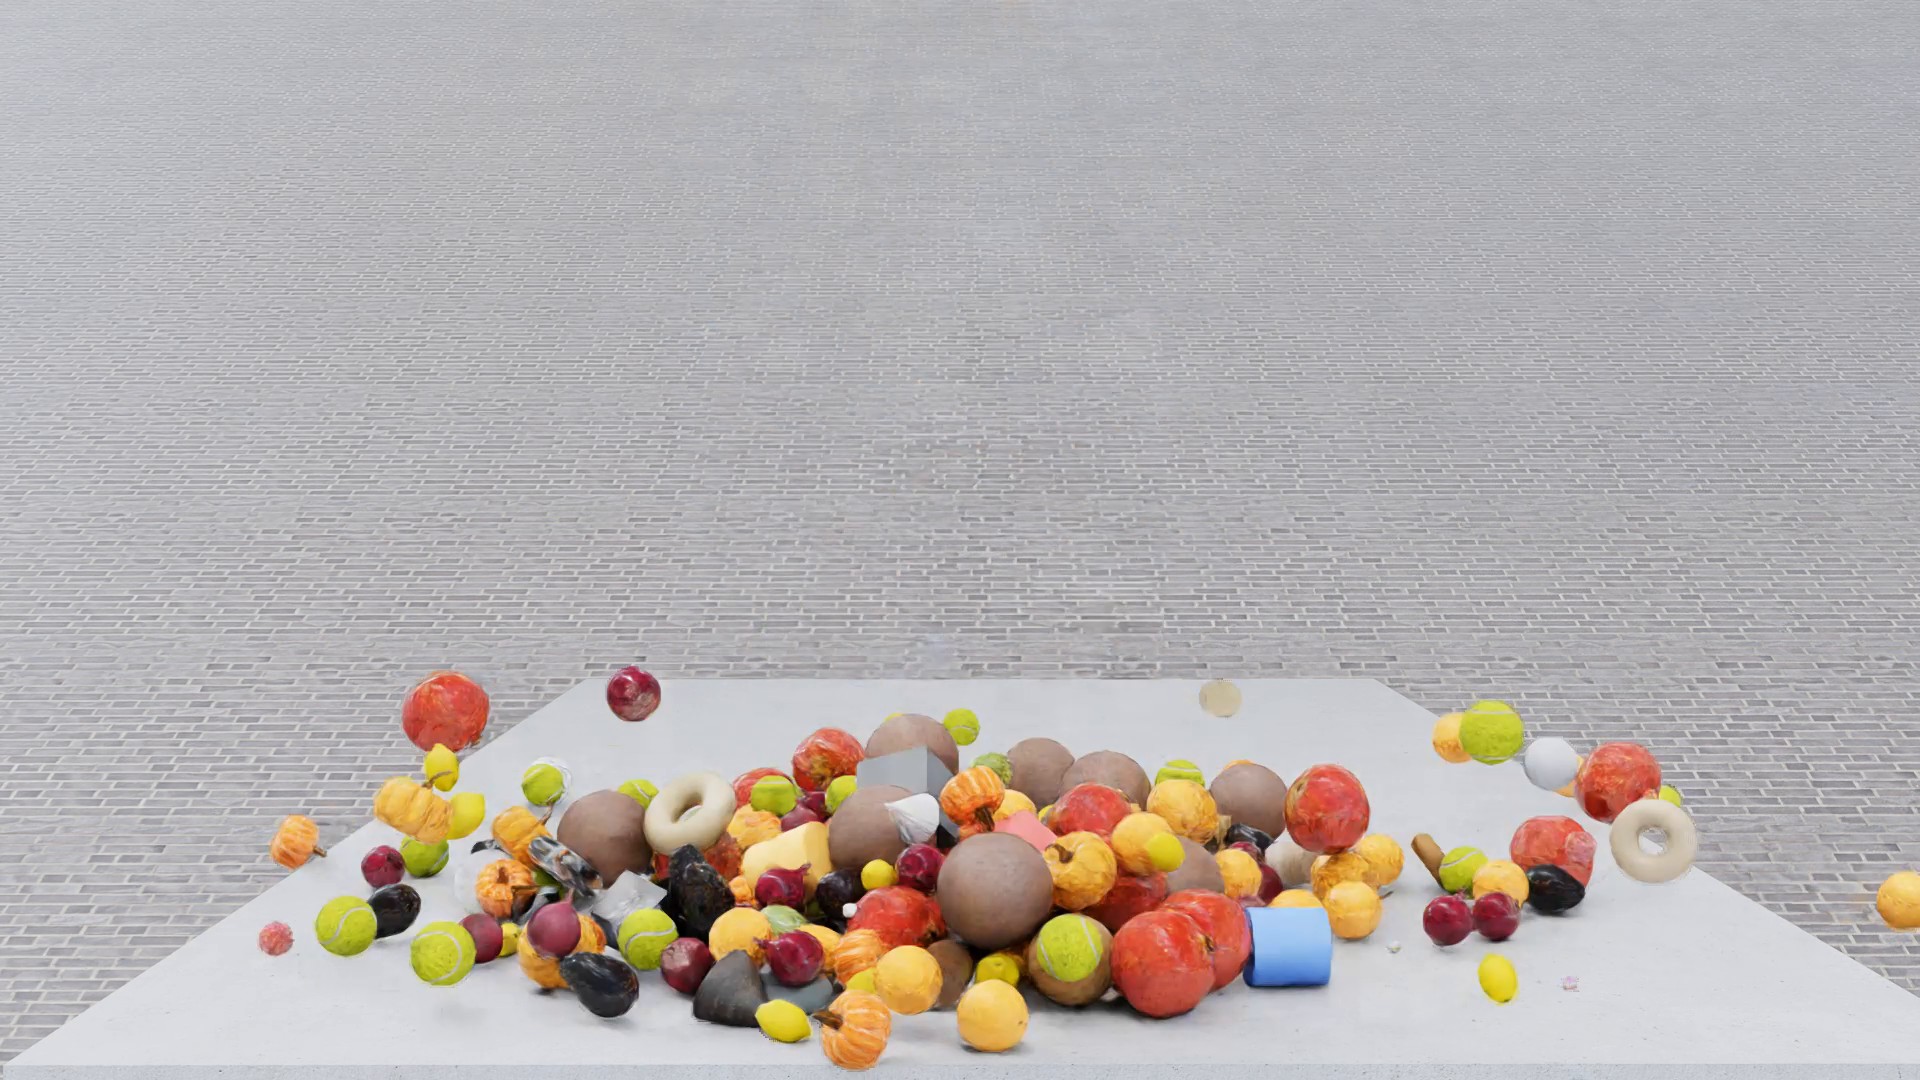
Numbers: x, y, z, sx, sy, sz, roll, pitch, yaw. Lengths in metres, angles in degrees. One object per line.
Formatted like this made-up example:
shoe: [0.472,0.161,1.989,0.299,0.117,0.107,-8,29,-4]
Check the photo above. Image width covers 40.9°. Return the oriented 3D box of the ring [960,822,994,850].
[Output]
ring: [0.052,0.445,3.843,0.114,0.038,0.114,-1,2,0]

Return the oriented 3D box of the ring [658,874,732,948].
ring: [-0.327,0.448,3.100,0.106,0.106,0.035,2,30,4]

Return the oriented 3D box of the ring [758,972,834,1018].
ring: [-0.189,0.490,2.779,0.104,0.035,0.104,-2,3,0]

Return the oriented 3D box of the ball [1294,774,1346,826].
ball: [0.483,0.349,3.457,0.068,0.068,0.068,0,23,0]

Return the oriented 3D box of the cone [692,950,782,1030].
cone: [-0.219,0.491,2.706,0.087,0.087,0.087,31,36,26]

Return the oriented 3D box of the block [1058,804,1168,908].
block: [0.192,0.413,3.369,0.095,0.095,0.095,2,48,-38]

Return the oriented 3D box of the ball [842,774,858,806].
ball: [-0.171,0.418,4.301,0.055,0.055,0.055,0,23,0]

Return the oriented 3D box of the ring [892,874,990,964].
ring: [-0.024,0.447,3.041,0.131,0.044,0.131,-28,24,14]

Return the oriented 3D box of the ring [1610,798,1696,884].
ring: [0.796,0.346,2.955,0.098,0.098,0.033,11,3,24]

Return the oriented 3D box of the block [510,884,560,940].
block: [-0.528,0.462,3.199,0.056,0.056,0.056,-1,2,-14]

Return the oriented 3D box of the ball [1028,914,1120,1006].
ball: [0.123,0.455,2.793,0.100,0.100,0.100,0,23,0]

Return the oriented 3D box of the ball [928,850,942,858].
ball: [-0.045,0.412,3.525,0.050,0.050,0.050,0,23,0]

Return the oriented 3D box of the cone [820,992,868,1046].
cone: [-0.129,0.496,2.643,0.054,0.054,0.054,-15,-11,-30]

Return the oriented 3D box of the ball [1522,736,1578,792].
ball: [0.703,0.266,3.065,0.065,0.065,0.065,0,23,0]

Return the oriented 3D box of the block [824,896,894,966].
block: [-0.120,0.461,3.033,0.059,0.059,0.059,-2,15,-29]

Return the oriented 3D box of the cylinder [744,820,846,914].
cylinder: [-0.197,0.391,3.068,0.087,0.087,0.087,-24,15,23]

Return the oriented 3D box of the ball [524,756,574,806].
ball: [-0.689,0.403,4.310,0.083,0.083,0.083,0,23,0]

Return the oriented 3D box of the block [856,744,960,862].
block: [-0.064,0.325,3.176,0.094,0.094,0.094,-16,53,18]

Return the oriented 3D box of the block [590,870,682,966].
block: [-0.379,0.443,3.016,0.067,0.067,0.067,21,54,29]

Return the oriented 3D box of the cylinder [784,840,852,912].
cylinder: [-0.193,0.438,3.361,0.091,0.091,0.091,0,23,-13]

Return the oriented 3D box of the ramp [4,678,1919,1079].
ramp: [0.054,0.485,4.539,2.000,0.100,4.000,0,2,0]

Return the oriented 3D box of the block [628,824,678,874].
block: [-0.446,0.441,3.672,0.060,0.060,0.060,2,3,38]

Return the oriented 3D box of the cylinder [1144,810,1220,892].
cylinder: [0.293,0.425,3.532,0.099,0.099,0.099,-5,2,-12]

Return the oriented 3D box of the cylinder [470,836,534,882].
cylinder: [-0.632,0.444,3.551,0.063,0.063,0.063,-2,20,-38]

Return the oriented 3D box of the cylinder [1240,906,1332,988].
cylinder: [0.367,0.458,2.901,0.087,0.087,0.087,-1,23,-4]

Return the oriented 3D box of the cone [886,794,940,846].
cone: [-0.066,0.310,2.932,0.061,0.061,0.061,25,-4,44]

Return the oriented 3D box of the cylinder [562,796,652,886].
cylinder: [-0.483,0.413,3.528,0.090,0.090,0.090,-37,-3,-2]

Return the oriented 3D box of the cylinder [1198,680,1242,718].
cylinder: [0.375,0.229,3.710,0.052,0.052,0.052,-3,-1,-7]

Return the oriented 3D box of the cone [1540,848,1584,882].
cone: [0.832,0.462,3.585,0.052,0.052,0.052,-28,15,21]

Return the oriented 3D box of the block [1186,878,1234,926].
block: [0.318,0.461,3.278,0.052,0.052,0.052,0,2,-2]

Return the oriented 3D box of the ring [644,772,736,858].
ring: [-0.350,0.354,3.329,0.130,0.043,0.130,-19,38,16]

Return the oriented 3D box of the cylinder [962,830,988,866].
cylinder: [0.044,0.427,3.449,0.060,0.060,0.060,27,35,36]

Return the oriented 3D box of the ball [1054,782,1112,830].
ball: [0.189,0.415,3.934,0.089,0.089,0.089,0,23,0]

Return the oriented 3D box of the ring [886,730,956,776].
ring: [-0.064,0.365,4.202,0.123,0.041,0.123,13,51,-16]

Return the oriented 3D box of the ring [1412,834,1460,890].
ring: [0.647,0.437,3.499,0.030,0.089,0.089,-38,25,5]

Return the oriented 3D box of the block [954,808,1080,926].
block: [0.066,0.380,2.986,0.088,0.088,0.088,-51,7,-27]

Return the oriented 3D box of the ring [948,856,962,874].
ring: [0.049,0.454,3.533,0.130,0.043,0.130,1,3,0]

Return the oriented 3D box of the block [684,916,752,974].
block: [-0.281,0.470,2.988,0.055,0.055,0.055,-3,2,-42]

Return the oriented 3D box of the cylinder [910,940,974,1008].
cylinder: [-0.019,0.470,2.789,0.060,0.060,0.060,4,6,10]

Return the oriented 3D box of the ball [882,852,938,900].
ball: [-0.063,0.417,3.222,0.068,0.068,0.068,0,23,0]

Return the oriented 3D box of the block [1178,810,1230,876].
block: [0.328,0.431,3.648,0.080,0.080,0.080,2,3,40]

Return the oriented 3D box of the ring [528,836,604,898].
ring: [-0.499,0.413,3.256,0.109,0.109,0.036,23,71,42]

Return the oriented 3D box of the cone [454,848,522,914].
cone: [-0.612,0.463,3.390,0.089,0.089,0.089,-1,66,3]
